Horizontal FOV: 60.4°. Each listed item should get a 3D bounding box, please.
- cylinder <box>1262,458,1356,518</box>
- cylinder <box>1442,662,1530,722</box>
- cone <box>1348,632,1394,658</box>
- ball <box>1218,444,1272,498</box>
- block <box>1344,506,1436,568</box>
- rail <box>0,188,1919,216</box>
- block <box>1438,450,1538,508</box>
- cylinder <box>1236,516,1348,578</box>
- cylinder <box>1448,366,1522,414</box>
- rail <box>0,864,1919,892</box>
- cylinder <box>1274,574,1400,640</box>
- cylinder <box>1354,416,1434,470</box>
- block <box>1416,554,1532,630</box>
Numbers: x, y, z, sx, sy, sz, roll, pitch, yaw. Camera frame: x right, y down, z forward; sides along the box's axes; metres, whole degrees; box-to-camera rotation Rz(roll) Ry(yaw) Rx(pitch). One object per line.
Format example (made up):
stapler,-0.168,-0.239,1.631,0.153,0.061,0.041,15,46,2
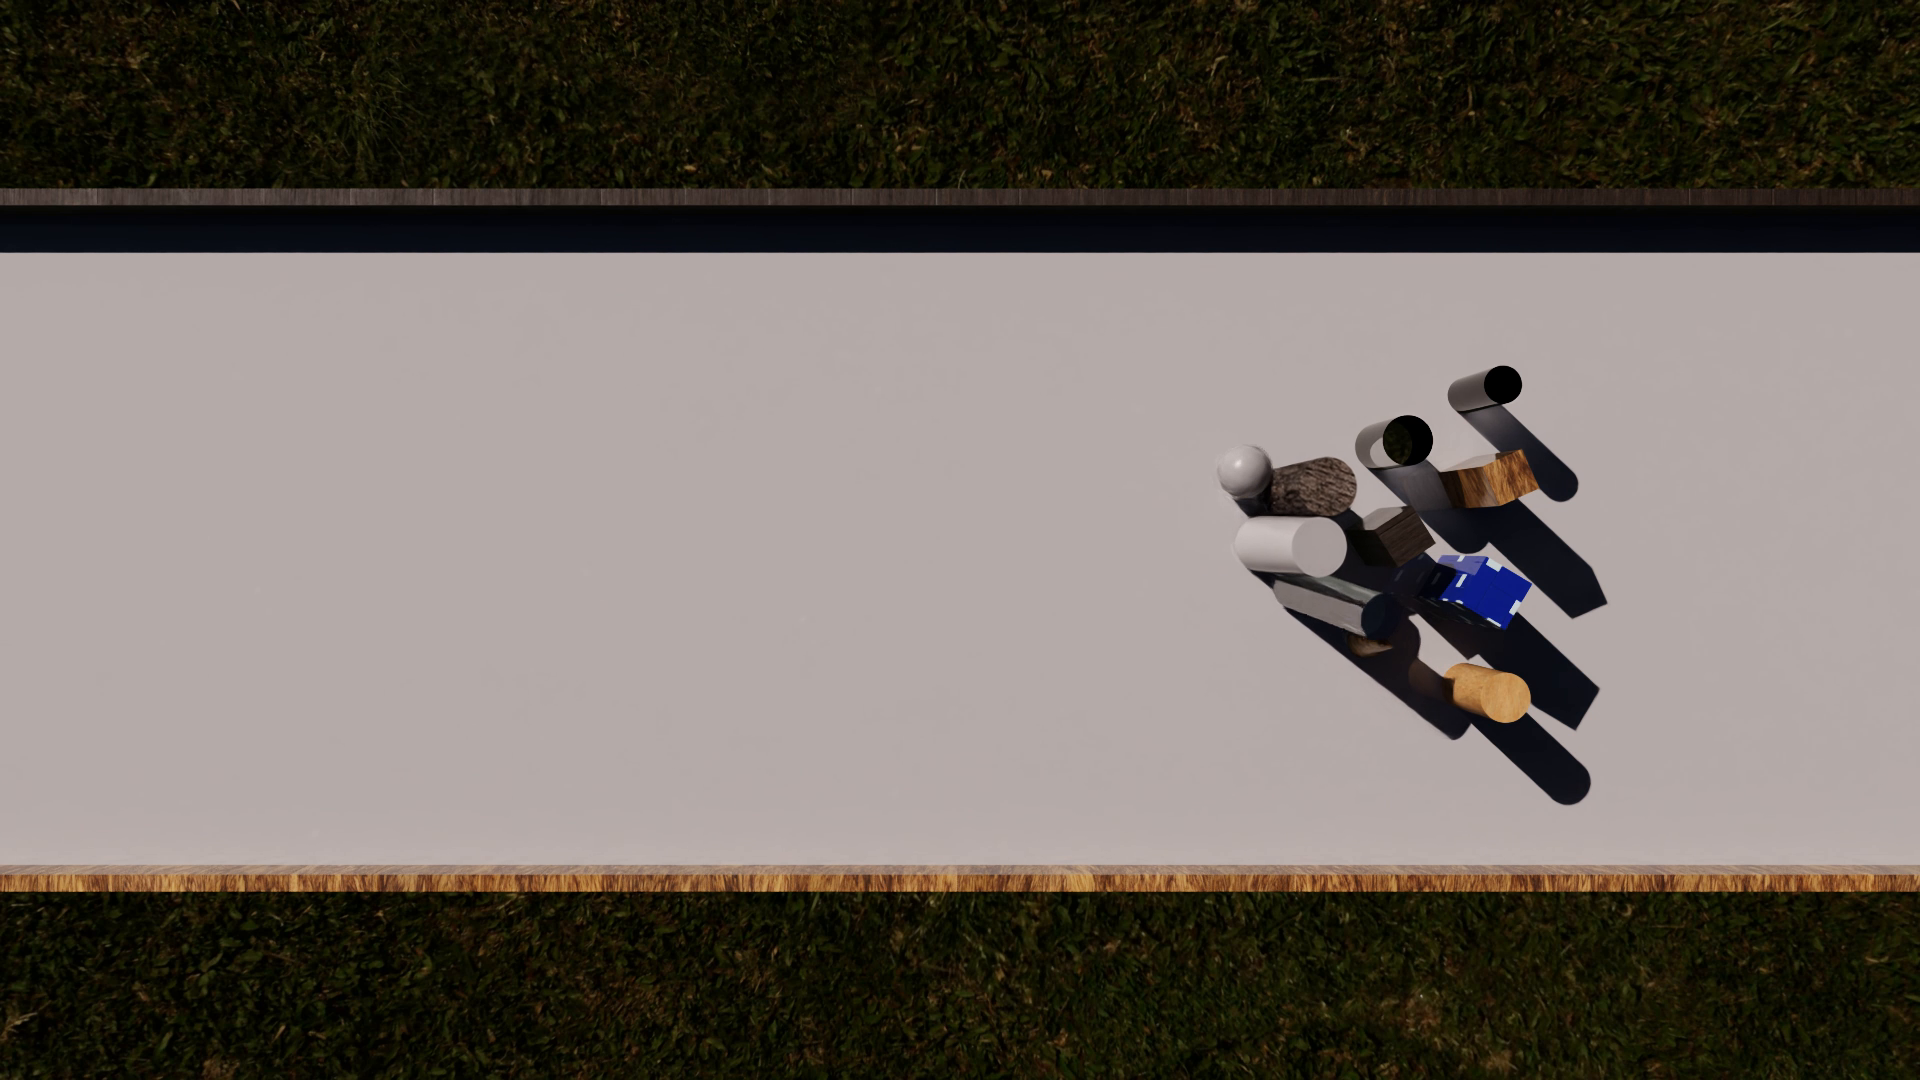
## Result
cylinder,1.028,-0.148,4.877,0.169,0.386,0.169,0,89,-5
cylinder,1.553,0.449,4.886,0.142,0.381,0.142,0,90,0
cone,1.249,0.310,4.913,0.114,0.327,0.114,0,90,0
ball,0.862,-0.207,4.995,0.164,0.164,0.164,0,90,0
block,1.269,-0.010,4.888,0.128,0.377,0.128,-33,90,0
rail,-2.247,-1.025,5.002,12.000,0.150,0.050,0,90,0
block,1.550,-0.176,4.857,0.121,0.438,0.121,-24,90,0
cylinder,0.972,0.016,4.866,0.172,0.390,0.172,0,91,-14
cylinder,1.556,-0.445,4.900,0.110,0.352,0.110,0,90,0
rail,-2.247,1.025,5.001,12.000,0.150,0.050,0,90,0
cylinder,1.101,0.179,4.846,0.136,0.446,0.136,-4,102,-22
cylinder,1.289,-0.287,4.911,0.146,0.331,0.146,0,90,0
block,1.509,0.150,4.861,0.151,0.431,0.151,31,90,0
